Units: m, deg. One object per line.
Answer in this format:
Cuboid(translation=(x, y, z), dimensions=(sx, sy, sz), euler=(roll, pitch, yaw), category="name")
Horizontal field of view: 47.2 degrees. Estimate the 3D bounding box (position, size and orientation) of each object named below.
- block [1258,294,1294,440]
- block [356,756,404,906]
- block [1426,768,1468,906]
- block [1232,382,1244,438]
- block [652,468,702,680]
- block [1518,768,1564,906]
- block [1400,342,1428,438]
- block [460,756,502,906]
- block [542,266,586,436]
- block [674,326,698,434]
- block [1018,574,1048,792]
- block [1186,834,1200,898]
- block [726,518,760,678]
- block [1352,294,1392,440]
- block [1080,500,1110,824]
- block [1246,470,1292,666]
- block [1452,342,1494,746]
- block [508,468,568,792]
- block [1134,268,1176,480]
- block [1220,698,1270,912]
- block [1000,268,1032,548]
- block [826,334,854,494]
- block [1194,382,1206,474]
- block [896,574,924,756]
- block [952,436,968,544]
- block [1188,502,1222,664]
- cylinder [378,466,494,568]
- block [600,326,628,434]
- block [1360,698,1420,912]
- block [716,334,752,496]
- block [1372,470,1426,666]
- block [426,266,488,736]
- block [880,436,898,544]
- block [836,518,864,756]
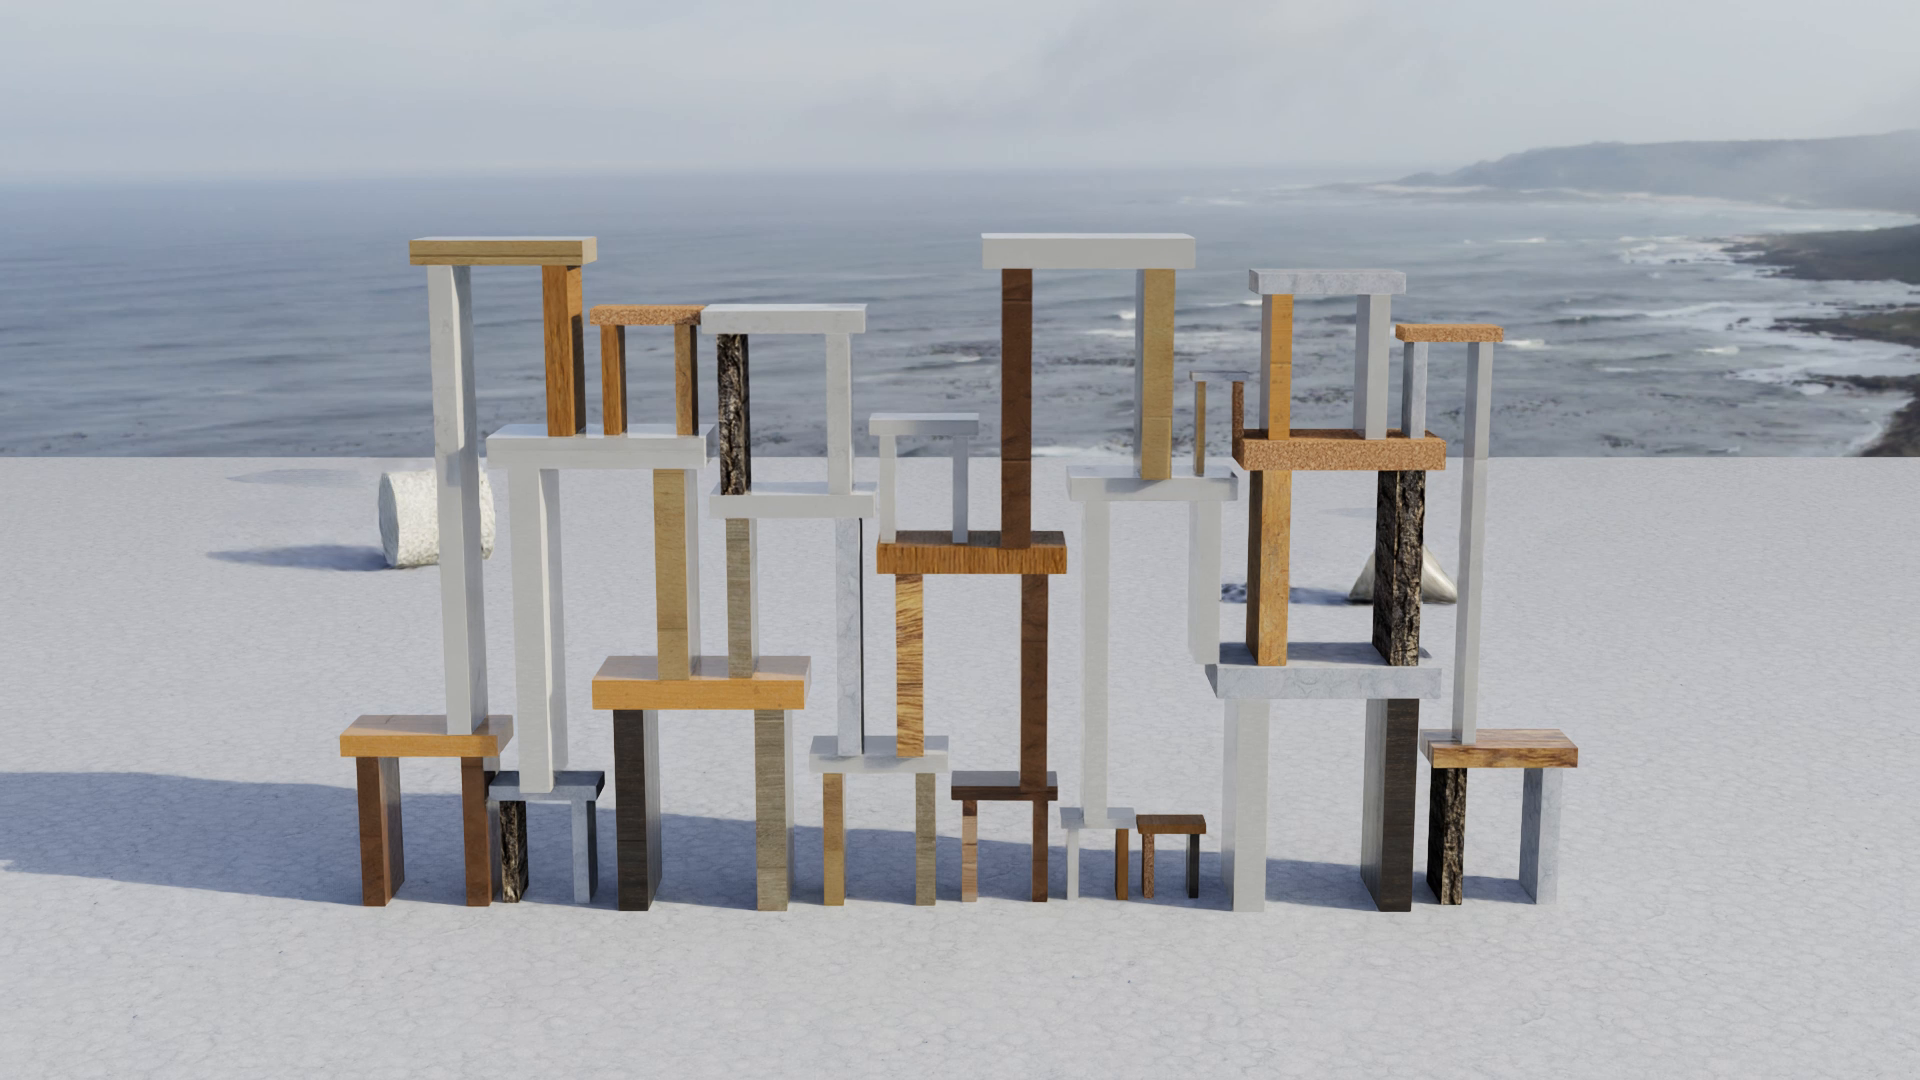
Cuboid(translation=(0.504, -0.281, 3.510), dimensions=(0.033, 0.230, 0.115), euler=(0, 11, 0), category="block")
Cuboid(translation=(-0.960, 0.465, 3.646), dimensions=(0.036, 0.255, 0.127), euler=(0, 11, 0), category="block")
Cuboid(translation=(0.808, 0.474, 3.651), dimensions=(0.033, 0.234, 0.117), euler=(0, 11, 0), category="block")
Cuboid(translation=(0.445, -0.212, 3.518), dimensions=(0.013, 0.090, 0.045), euler=(-1, 11, 0), category="block")
Cuboid(translation=(-0.458, 0.041, 3.570), dimensions=(0.048, 0.342, 0.171), euler=(0, 11, 0), category="block")
Cuboid(translation=(0.964, 0.474, 3.651), dimensions=(0.033, 0.234, 0.117), euler=(0, 11, 0), category="block")
Cuboid(translation=(0.726, -0.243, 3.513), dimensions=(0.022, 0.154, 0.077), euler=(0, 11, 0), category="block")
Cuboid(translation=(-0.791, 0.465, 3.646), dimensions=(0.036, 0.255, 0.127), euler=(0, 11, 0), category="block")
Cuboid(translation=(-0.631, -0.307, 3.507), dimensions=(0.038, 0.268, 0.134), euler=(0, 11, 0), category="block")
Cuboid(translation=(-0.436, -0.260, 3.510), dimensions=(0.025, 0.174, 0.087), euler=(0, 11, 0), category="block")
Cuboid(translation=(0.119, 0.217, 3.598), dimensions=(0.043, 0.360, 0.151), euler=(0, 11, 0), category="block")
Cuboid(translation=(0.387, 0.534, 3.663), dimensions=(0.016, 0.112, 0.056), euler=(0, 11, 0), category="block")
Cuboid(translation=(-0.353, 0.082, 3.571), dimensions=(0.037, 0.261, 0.131), euler=(0, 11, 0), category="block")
Cuboid(translation=(0.657, -0.281, 3.510), dimensions=(0.033, 0.230, 0.115), euler=(0, 11, 0), category="block")
Cuboid(translation=(0.220, 0.188, 3.599), dimensions=(0.038, 0.534, 0.133), euler=(0, 11, 0), category="block")
Cuboid(translation=(0.500, 0.032, 3.568), dimensions=(0.045, 0.317, 0.158), euler=(0, 11, 0), category="block")
Cuboid(translation=(0.828, 0.004, 3.559), dimensions=(0.022, 0.657, 0.077), euler=(0, 11, 0), category="block")
Cuboid(translation=(-0.686, 0.132, 3.587), dimensions=(0.048, 0.529, 0.171), euler=(0, 11, 0), category="block")
Cuboid(translation=(0.309, -0.273, 3.512), dimensions=(0.047, 0.329, 0.165), euler=(0, 11, 0), category="block")
Cuboid(translation=(0.471, 0.414, 3.637), dimensions=(0.051, 0.358, 0.179), euler=(0, 11, 0), category="block")
Cuboid(translation=(0.089, -0.218, 3.521), dimensions=(0.047, 0.439, 0.165), euler=(0, 11, 0), category="block")
Cuboid(translation=(-0.191, -0.209, 3.518), dimensions=(0.036, 0.255, 0.127), euler=(0, 11, 0), category="block")
Cuboid(translation=(0.384, -0.183, 3.524), dimensions=(0.013, 0.149, 0.045), euler=(0, 11, 0), category="block")
Cuboid(translation=(-0.081, 0.188, 3.595), dimensions=(0.043, 0.301, 0.151), euler=(0, 11, 0), category="block")
Cuboid(translation=(0.001, -0.088, 3.547), dimensions=(0.025, 0.174, 0.087), euler=(0, 11, 0), category="block")
Cuboid(translation=(0.397, 0.057, 3.575), dimensions=(0.038, 0.266, 0.133), euler=(0, 11, 0), category="block")
Cuboid(translation=(-1.539, -0.069, 6.458), dimensions=(0.277, 0.277, 0.277), euler=(-5, 12, -26), category="cylinder")
Cuboid(translation=(-0.552, -0.260, 3.510), dimensions=(0.025, 0.174, 0.087), euler=(0, 11, 0), category="block")
Cuboid(translation=(0.709, 0.414, 3.637), dimensions=(0.051, 0.358, 0.179), euler=(0, 11, 0), category="block")
Cuboid(translation=(-0.361, -0.208, 3.519), dimensions=(0.036, 0.255, 0.127), euler=(0, 11, 0), category="block")
Cuboid(translation=(0.711, 0.032, 3.568), dimensions=(0.045, 0.317, 0.158), euler=(0, 11, 0), category="block")
Cuboid(translation=(-0.809, -0.068, 3.552), dimensions=(0.038, 0.755, 0.134), euler=(0, 11, 0), category="block")
Cuboid(translation=(-0.115, -0.088, 3.547), dimensions=(0.025, 0.174, 0.087), euler=(0, 11, 0), category="block")
Cuboid(translation=(-0.179, 0.145, 3.582), dimensions=(0.037, 0.390, 0.130), euler=(0, 11, 0), category="block")
